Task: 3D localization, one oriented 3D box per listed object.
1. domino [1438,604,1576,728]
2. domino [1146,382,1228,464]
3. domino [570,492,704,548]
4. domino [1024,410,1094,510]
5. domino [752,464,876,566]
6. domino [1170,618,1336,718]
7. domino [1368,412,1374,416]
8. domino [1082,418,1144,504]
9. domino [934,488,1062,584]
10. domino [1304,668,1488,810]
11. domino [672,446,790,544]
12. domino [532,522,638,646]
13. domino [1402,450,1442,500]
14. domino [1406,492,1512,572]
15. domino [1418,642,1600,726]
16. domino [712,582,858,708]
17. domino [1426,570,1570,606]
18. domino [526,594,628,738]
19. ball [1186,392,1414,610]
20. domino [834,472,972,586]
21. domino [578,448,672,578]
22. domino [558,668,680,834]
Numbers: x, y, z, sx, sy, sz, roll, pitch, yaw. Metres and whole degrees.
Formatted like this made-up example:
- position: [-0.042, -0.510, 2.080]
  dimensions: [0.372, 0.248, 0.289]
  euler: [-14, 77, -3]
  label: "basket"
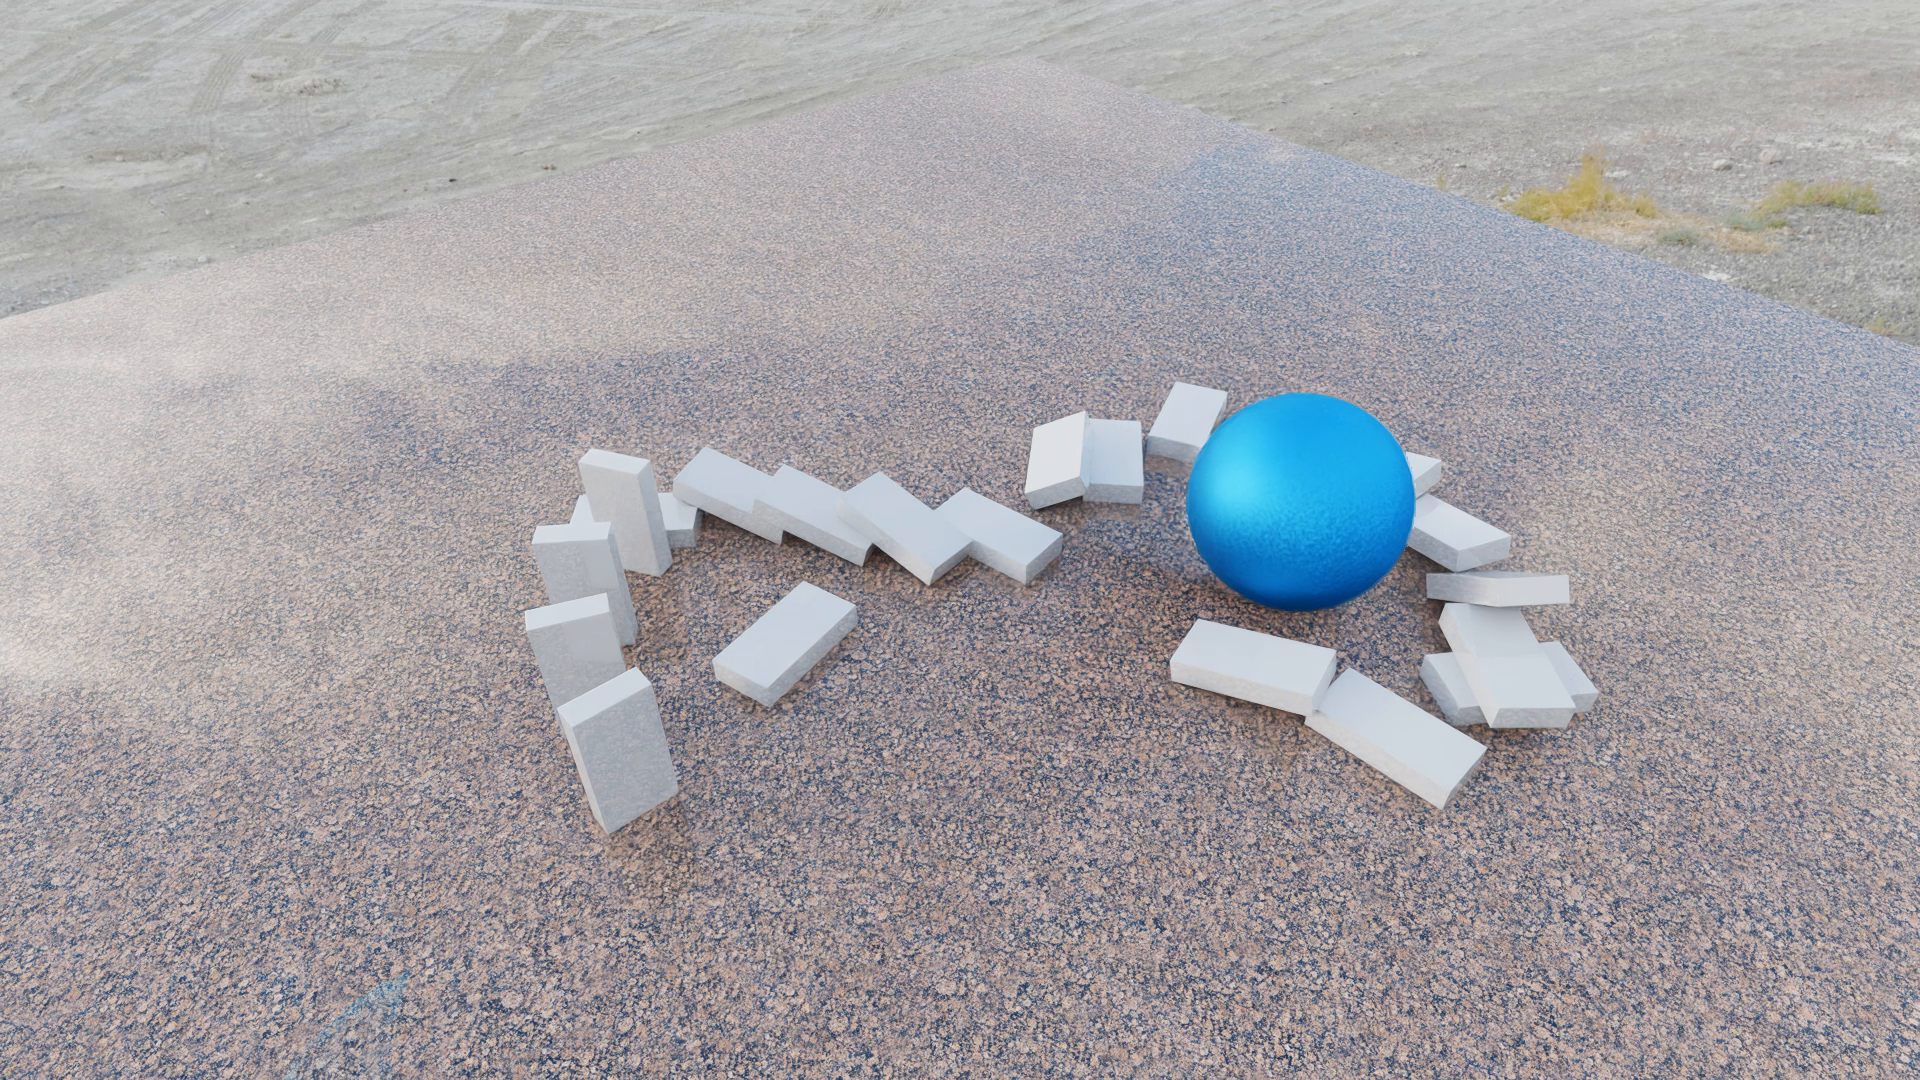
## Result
- position: [0.186, 0.042, 0.377]
  dimensions: [0.025, 0.009, 0.050]
  euler: [0, 39, 0]
  label: "domino"
- position: [0.106, -0.055, 0.510]
  dimensions: [0.025, 0.010, 0.050]
  euler: [15, 42, 18]
  label: "domino"
- position: [-0.133, -0.008, 0.453]
  dimensions: [0.050, 0.010, 0.025]
  euler: [-2, 39, -2]
  label: "domino"
- position: [0.044, -0.035, 0.478]
  dimensions: [0.025, 0.010, 0.050]
  euler: [-17, 34, 22]
  label: "domino"
- position: [-0.056, -0.010, 0.446]
  dimensions: [0.050, 0.010, 0.025]
  euler: [25, 43, 6]
  label: "domino"
- position: [0.102, 0.044, 0.382]
  dimensions: [0.050, 0.010, 0.025]
  euler: [12, 39, 32]
  label: "domino"
- position: [0.158, -0.053, 0.500]
  dimensions: [0.050, 0.009, 0.025]
  euler: [-1, 10, -1]
  label: "domino"
- position: [0.068, -0.035, 0.487]
  dimensions: [0.025, 0.009, 0.050]
  euler: [4, 39, 5]
  label: "domino"
- position: [0.014, -0.002, 0.446]
  dimensions: [0.050, 0.010, 0.025]
  euler: [27, 46, 29]
  label: "domino"
- position: [0.144, 0.065, 0.364]
  dimensions: [0.025, 0.010, 0.050]
  euler: [-31, 49, -33]
  label: "domino"
- position: [-0.090, -0.019, 0.457]
  dimensions: [0.050, 0.010, 0.025]
  euler: [24, 43, 6]
  label: "domino"
- position: [-0.132, 0.017, 0.391]
  dimensions: [0.025, 0.050, 0.010]
  euler: [-4, 39, -4]
  label: "domino"
- position: [0.176, -0.031, 0.473]
  dimensions: [0.025, 0.009, 0.050]
  euler: [-29, 34, -31]
  label: "domino"
- position: [0.191, -0.004, 0.440]
  dimensions: [0.025, 0.010, 0.050]
  euler: [-14, 28, -16]
  label: "domino"
- position: [0.190, 0.050, 0.383]
  dimensions: [0.050, 0.010, 0.025]
  euler: [-5, 40, -6]
  label: "domino"
- position: [-0.063, 0.037, 0.399]
  dimensions: [0.025, 0.010, 0.050]
  euler: [23, 44, 25]
  label: "domino"
- position: [0.194, 0.017, 0.399]
  dimensions: [0.025, 0.010, 0.050]
  euler: [-3, 1, -4]
  label: "domino"
- position: [-0.123, 0.042, 0.361]
  dimensions: [0.025, 0.050, 0.009]
  euler: [-13, 41, -15]
  label: "domino"
- position: [0.124, -0.014, 0.405]
  dimensions: [0.080, 0.080, 0.080]
  euler: [0, 39, 0]
  label: "ball"
- position: [-0.023, -0.005, 0.439]
  dimensions: [0.050, 0.009, 0.025]
  euler: [37, 46, 18]
  label: "domino"
- position: [-0.128, -0.010, 0.424]
  dimensions: [0.025, 0.050, 0.010]
  euler: [12, 41, 14]
  label: "domino"
- position: [-0.102, 0.064, 0.333]
  dimensions: [0.025, 0.050, 0.009]
  euler: [-29, 47, -31]
  label: "domino"
